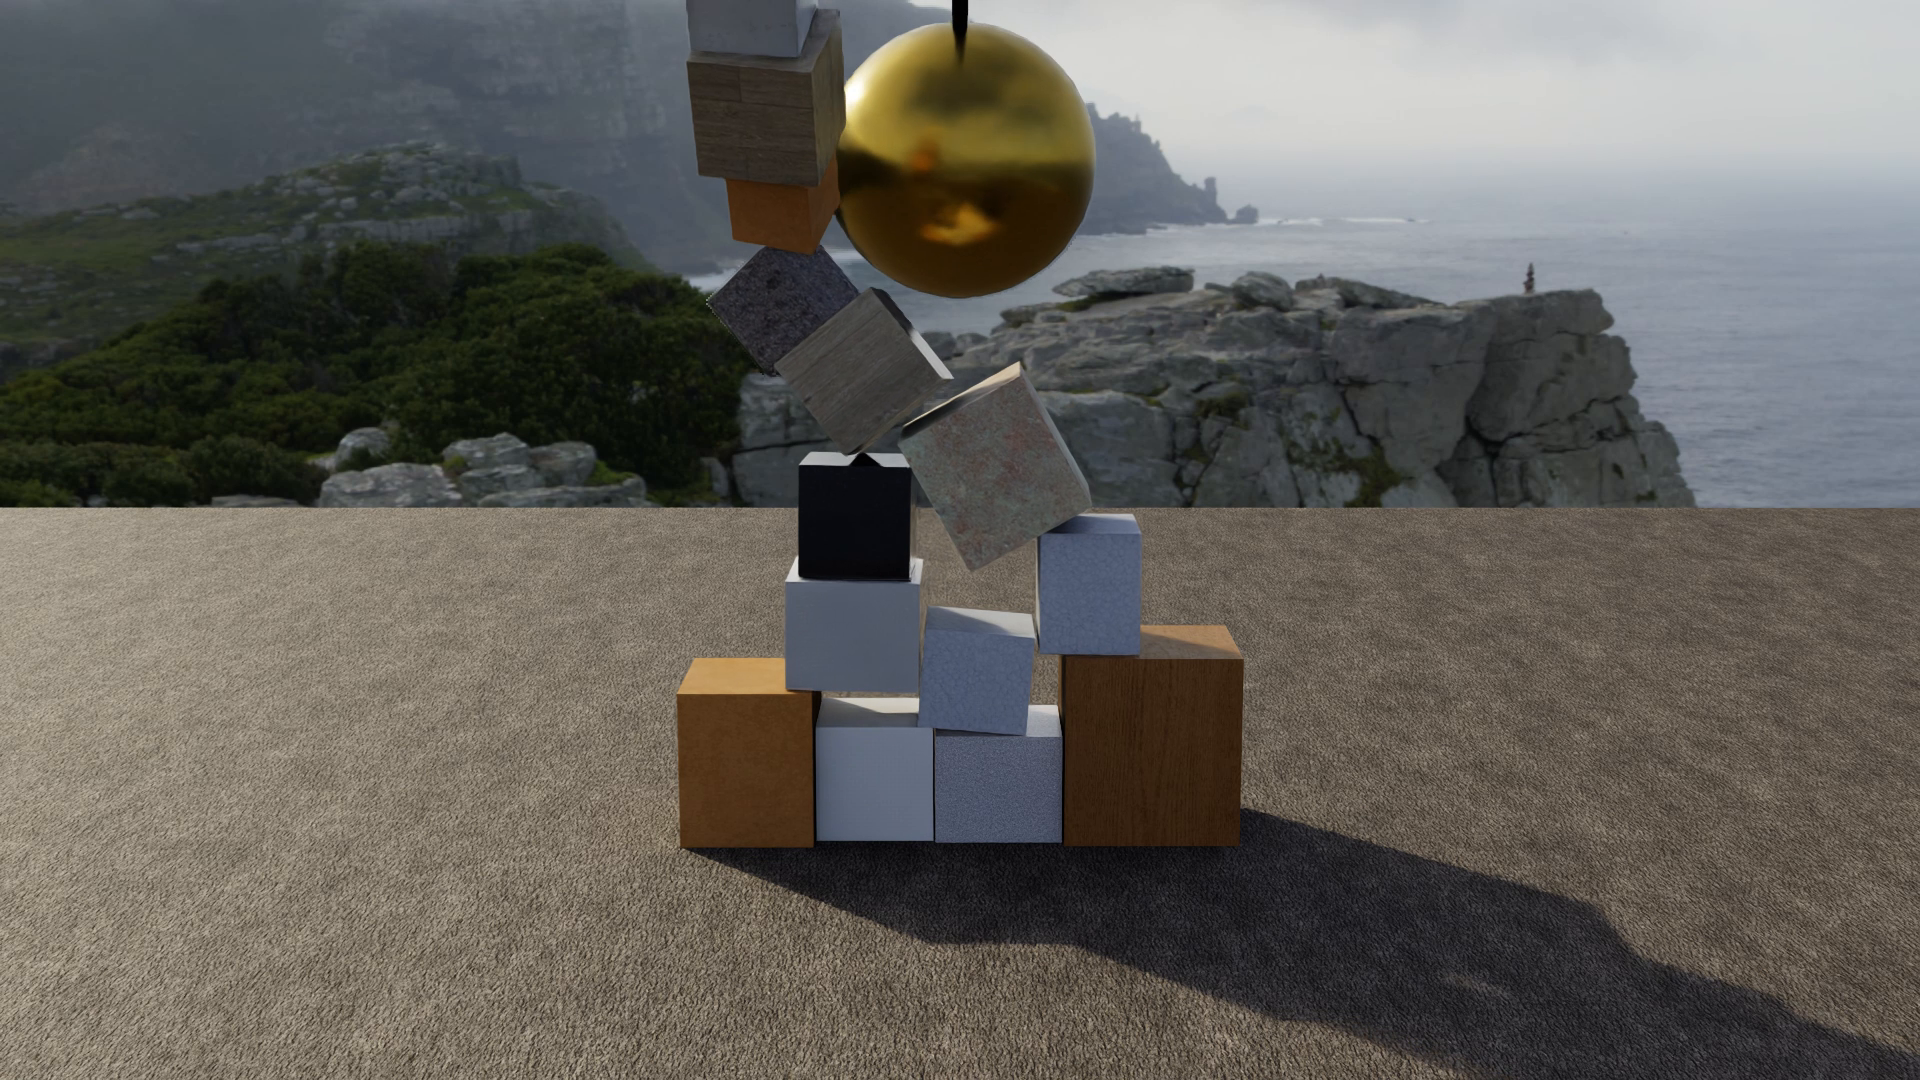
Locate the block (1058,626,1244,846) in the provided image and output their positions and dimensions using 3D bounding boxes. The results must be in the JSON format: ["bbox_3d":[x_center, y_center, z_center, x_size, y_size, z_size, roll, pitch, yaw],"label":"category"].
[{"bbox_3d":[0.967,0.998,11.373,0.883,0.968,0.769,0,10,0],"label":"block"}]

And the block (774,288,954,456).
[{"bbox_3d":[-0.479,-0.852,11.143,0.619,0.577,0.564,-38,0,7],"label":"block"}]

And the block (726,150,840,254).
[{"bbox_3d":[-0.888,-1.783,11.068,0.429,0.462,0.419,12,51,12],"label":"block"}]

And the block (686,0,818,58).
[{"bbox_3d":[-0.972,-2.629,10.264,0.513,0.518,0.515,5,43,5],"label":"block"}]

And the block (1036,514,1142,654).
[{"bbox_3d":[0.650,0.218,11.240,0.502,0.614,0.593,0,10,0],"label":"block"}]

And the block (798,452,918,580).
[{"bbox_3d":[-0.513,-0.130,11.151,0.555,0.563,0.545,1,9,2],"label":"block"}]

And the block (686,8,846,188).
[{"bbox_3d":[-0.920,-2.158,10.618,0.598,0.626,0.589,7,43,9],"label":"block"}]

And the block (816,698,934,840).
[{"bbox_3d":[-0.432,1.182,11.403,0.593,0.594,0.593,0,10,0],"label":"block"}]

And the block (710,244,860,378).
[{"bbox_3d":[-0.887,-1.229,11.414,0.463,0.513,0.471,-39,-1,32],"label":"block"}]

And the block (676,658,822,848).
[{"bbox_3d":[-1.072,1.087,11.366,0.670,0.796,0.767,0,10,0],"label":"block"}]

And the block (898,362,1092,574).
[{"bbox_3d":[0.180,-0.381,11.142,0.687,0.738,0.692,-29,9,6],"label":"block"}]

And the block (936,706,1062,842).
[{"bbox_3d":[0.195,1.204,11.397,0.640,0.554,0.626,0,10,0],"label":"block"}]

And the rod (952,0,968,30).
[{"bbox_3d":[0.000,-5.149,11.158,0.080,5.200,0.080,0,31,0],"label":"rod"}]

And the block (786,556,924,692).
[{"bbox_3d":[-0.533,0.424,11.257,0.665,0.554,0.671,1,10,0],"label":"block"}]

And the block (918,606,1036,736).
[{"bbox_3d":[0.080,0.663,11.286,0.548,0.505,0.561,5,10,-1],"label":"block"}]

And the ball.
[{"bbox_3d":[0.000,-2.220,12.885,1.600,1.600,1.600,0,10,0],"label":"ball"}]
